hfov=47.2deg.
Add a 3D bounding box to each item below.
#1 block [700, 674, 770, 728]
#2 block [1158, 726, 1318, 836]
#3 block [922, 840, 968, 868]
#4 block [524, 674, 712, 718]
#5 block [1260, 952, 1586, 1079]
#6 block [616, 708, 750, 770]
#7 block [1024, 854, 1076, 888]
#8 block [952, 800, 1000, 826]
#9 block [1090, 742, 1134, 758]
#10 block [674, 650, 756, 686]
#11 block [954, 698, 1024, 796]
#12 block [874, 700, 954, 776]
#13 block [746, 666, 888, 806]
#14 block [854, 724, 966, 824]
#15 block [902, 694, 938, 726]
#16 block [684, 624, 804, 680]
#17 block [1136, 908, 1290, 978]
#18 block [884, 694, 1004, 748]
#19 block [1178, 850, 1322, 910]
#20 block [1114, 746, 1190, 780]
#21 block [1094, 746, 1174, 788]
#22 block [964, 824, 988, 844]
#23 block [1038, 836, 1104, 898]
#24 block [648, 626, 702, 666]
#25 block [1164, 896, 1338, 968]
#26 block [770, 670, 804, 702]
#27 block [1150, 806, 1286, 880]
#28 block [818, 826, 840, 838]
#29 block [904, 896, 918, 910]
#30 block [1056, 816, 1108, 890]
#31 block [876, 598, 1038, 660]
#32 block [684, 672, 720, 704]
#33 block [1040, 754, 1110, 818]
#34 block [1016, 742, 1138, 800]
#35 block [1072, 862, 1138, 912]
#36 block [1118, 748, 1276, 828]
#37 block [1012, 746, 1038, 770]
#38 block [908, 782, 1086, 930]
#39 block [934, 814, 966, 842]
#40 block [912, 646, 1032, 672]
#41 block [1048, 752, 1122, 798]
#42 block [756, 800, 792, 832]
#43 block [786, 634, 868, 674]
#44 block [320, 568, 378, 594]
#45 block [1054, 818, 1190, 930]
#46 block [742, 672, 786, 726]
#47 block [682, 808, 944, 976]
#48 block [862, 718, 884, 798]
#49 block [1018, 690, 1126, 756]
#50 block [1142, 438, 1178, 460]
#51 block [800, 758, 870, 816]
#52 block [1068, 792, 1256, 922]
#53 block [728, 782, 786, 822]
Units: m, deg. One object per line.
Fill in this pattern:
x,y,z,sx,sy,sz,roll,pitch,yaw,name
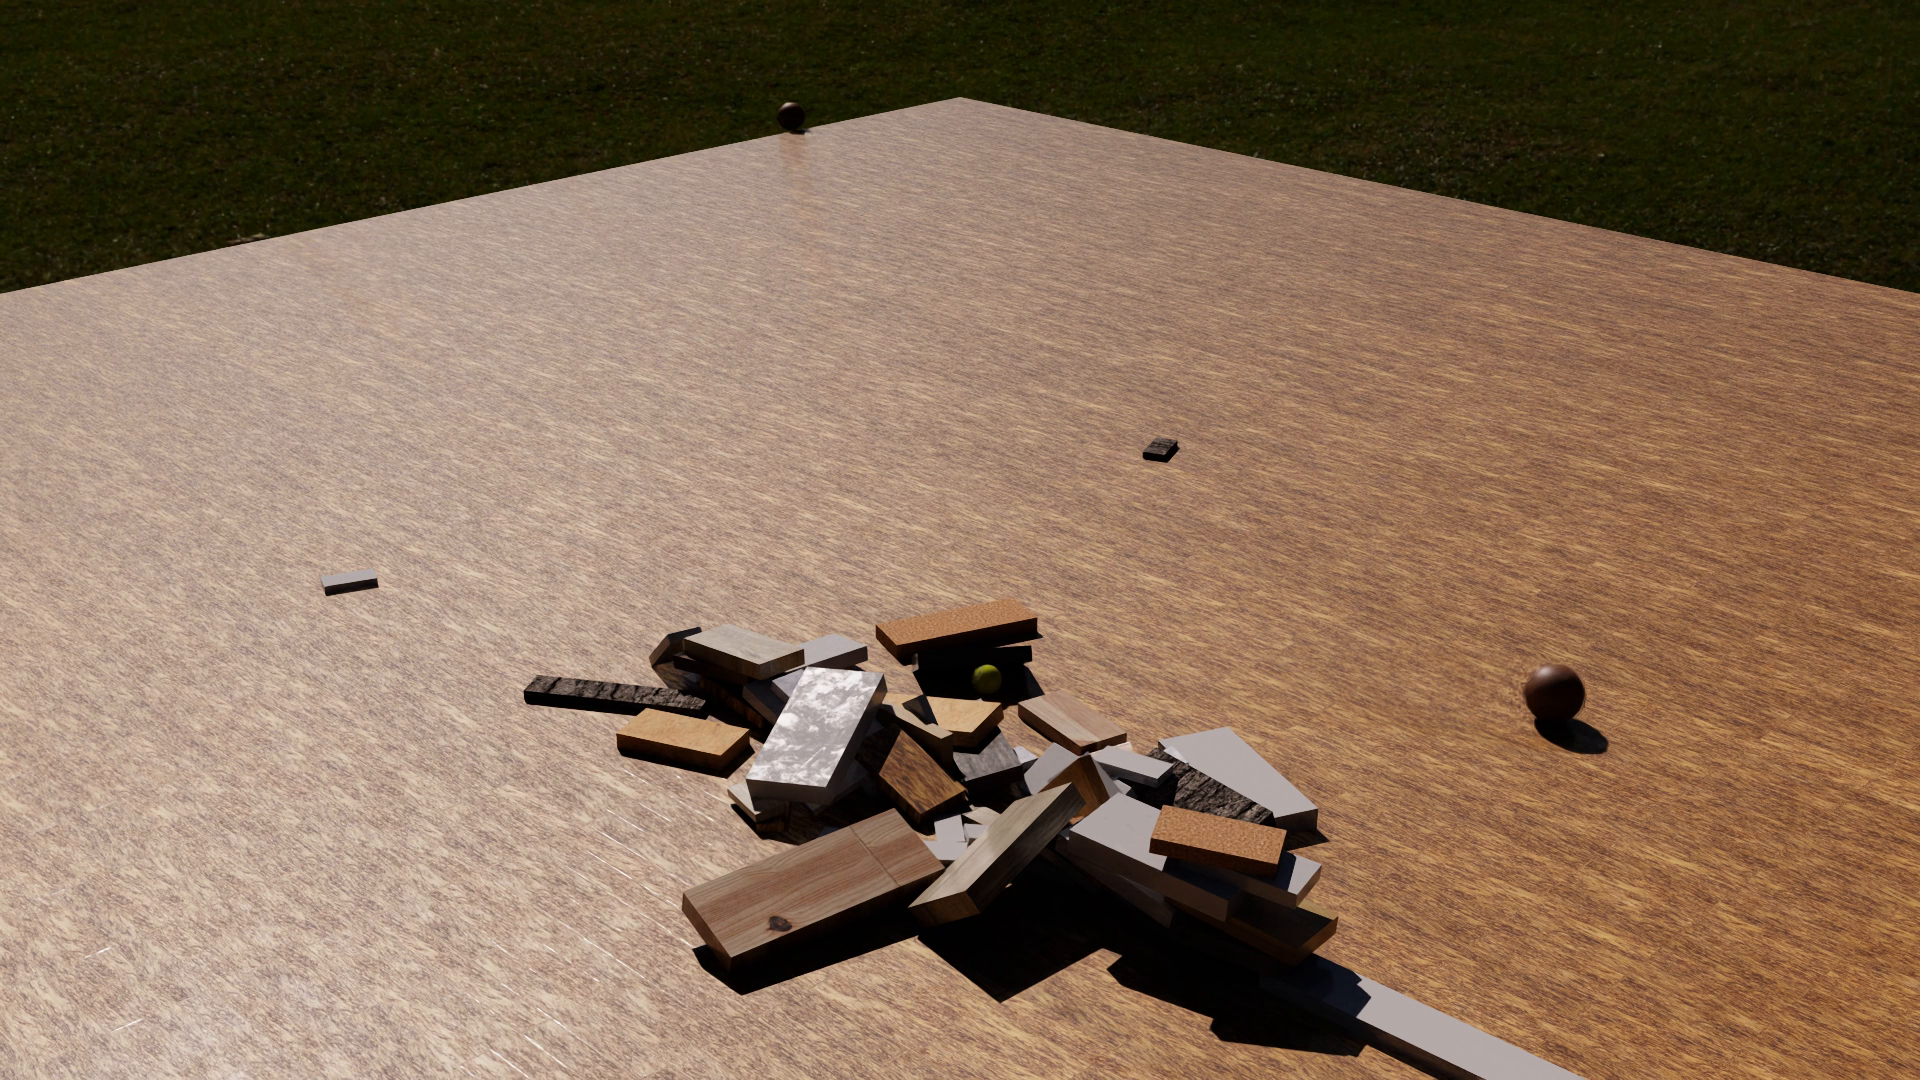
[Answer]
-0.467,0.342,4.880,0.110,0.031,0.221,-17,34,-40,block
0.566,0.501,4.521,0.166,0.047,0.375,-9,25,-20,block
-0.055,0.613,4.290,0.136,0.019,0.068,2,23,4,block
-0.764,0.349,4.909,0.414,0.023,0.081,5,24,12,block
0.851,0.864,3.684,0.774,0.032,0.113,20,30,39,block
-0.593,0.426,4.712,0.254,0.036,0.127,9,25,21,block
0.147,0.603,4.265,0.202,0.029,0.101,17,30,19,block
0.041,0.558,4.427,0.110,0.016,0.055,21,31,40,block
0.291,0.467,4.582,0.148,0.021,0.074,-17,23,2,block
-0.522,0.276,4.922,0.220,0.031,0.110,11,21,35,block
0.032,0.434,4.642,0.120,0.034,0.346,-15,22,-9,block
-0.107,0.423,4.613,0.034,0.118,0.237,-21,30,-39,block
-0.292,0.400,4.532,0.176,0.050,0.352,4,38,19,block
-0.109,0.477,4.498,0.118,0.034,0.237,-25,48,-32,block
-0.069,0.400,4.609,0.021,0.147,0.073,-21,-4,-31,block
-0.481,0.247,4.896,0.259,0.037,0.130,15,24,42,block
0.486,0.705,4.002,0.308,0.039,0.139,13,25,43,block
-0.078,0.385,4.723,0.324,0.037,0.130,2,26,32,block
0.516,0.579,3.917,0.226,0.032,0.113,18,30,26,block
0.393,0.482,4.536,0.148,0.021,0.074,-26,29,-10,block
0.346,0.456,4.427,0.148,0.021,0.074,14,25,28,block
0.065,0.584,4.340,0.110,0.016,0.055,6,21,-13,block
0.222,0.607,4.211,0.175,0.025,0.088,35,36,27,block
-0.650,0.244,5.027,0.081,0.023,0.162,-13,-15,-28,block
0.521,0.660,3.942,0.277,0.039,0.139,23,32,34,block
-0.324,0.346,4.728,0.082,0.023,0.164,-20,47,-39,block
0.460,0.537,3.921,0.226,0.032,0.113,10,27,13,block
-0.212,0.597,4.328,0.136,0.019,0.068,6,24,14,block
-0.076,0.661,4.180,0.064,0.018,0.128,-1,23,-3,block
0.256,0.588,4.157,0.088,0.025,0.175,-7,35,-30,block
-0.008,0.208,5.224,0.365,0.036,0.127,-10,25,-23,block
-0.560,0.328,4.964,0.065,0.018,0.130,-17,28,-35,block
0.221,0.504,4.295,0.029,0.203,0.101,-14,71,-30,block
0.234,0.507,4.447,0.120,0.034,0.240,-46,41,-16,block
0.307,0.638,4.155,0.176,0.025,0.088,35,36,26,block
0.449,0.539,4.363,0.166,0.047,0.333,-36,37,-23,block
0.095,0.471,4.628,0.128,0.018,0.064,-15,27,-31,block
0.072,0.589,4.112,0.176,0.050,0.352,-26,10,48,block
-0.022,0.579,4.375,0.055,0.016,0.110,-2,23,-5,block
0.026,0.270,5.002,0.259,0.037,0.130,-3,-6,-8,block
0.271,0.521,4.349,0.101,0.029,0.203,-35,52,-8,block
-0.375,0.549,4.444,0.064,0.018,0.128,0,23,-1,block
-0.350,0.276,5.012,0.254,0.036,0.127,-17,22,-37,block
-1.527,0.102,5.497,0.130,0.018,0.065,-10,25,-22,block
0.327,0.605,4.084,0.277,0.039,0.139,32,37,32,block
-0.362,0.372,4.776,0.110,0.031,0.221,-19,44,-38,block
-0.269,0.647,4.082,0.462,0.050,0.176,-18,45,-31,block
-0.205,0.430,4.597,0.118,0.034,0.237,-24,50,-31,block
0.242,0.400,4.774,0.120,0.034,0.240,-14,27,-29,block
0.579,-0.264,6.359,0.065,0.018,0.130,9,25,20,block
-0.263,0.498,4.485,0.147,0.021,0.073,-32,53,-25,block
0.382,0.573,3.999,0.333,0.047,0.166,21,31,30,block
-0.412,0.526,4.451,0.068,0.019,0.136,-17,26,-26,block
